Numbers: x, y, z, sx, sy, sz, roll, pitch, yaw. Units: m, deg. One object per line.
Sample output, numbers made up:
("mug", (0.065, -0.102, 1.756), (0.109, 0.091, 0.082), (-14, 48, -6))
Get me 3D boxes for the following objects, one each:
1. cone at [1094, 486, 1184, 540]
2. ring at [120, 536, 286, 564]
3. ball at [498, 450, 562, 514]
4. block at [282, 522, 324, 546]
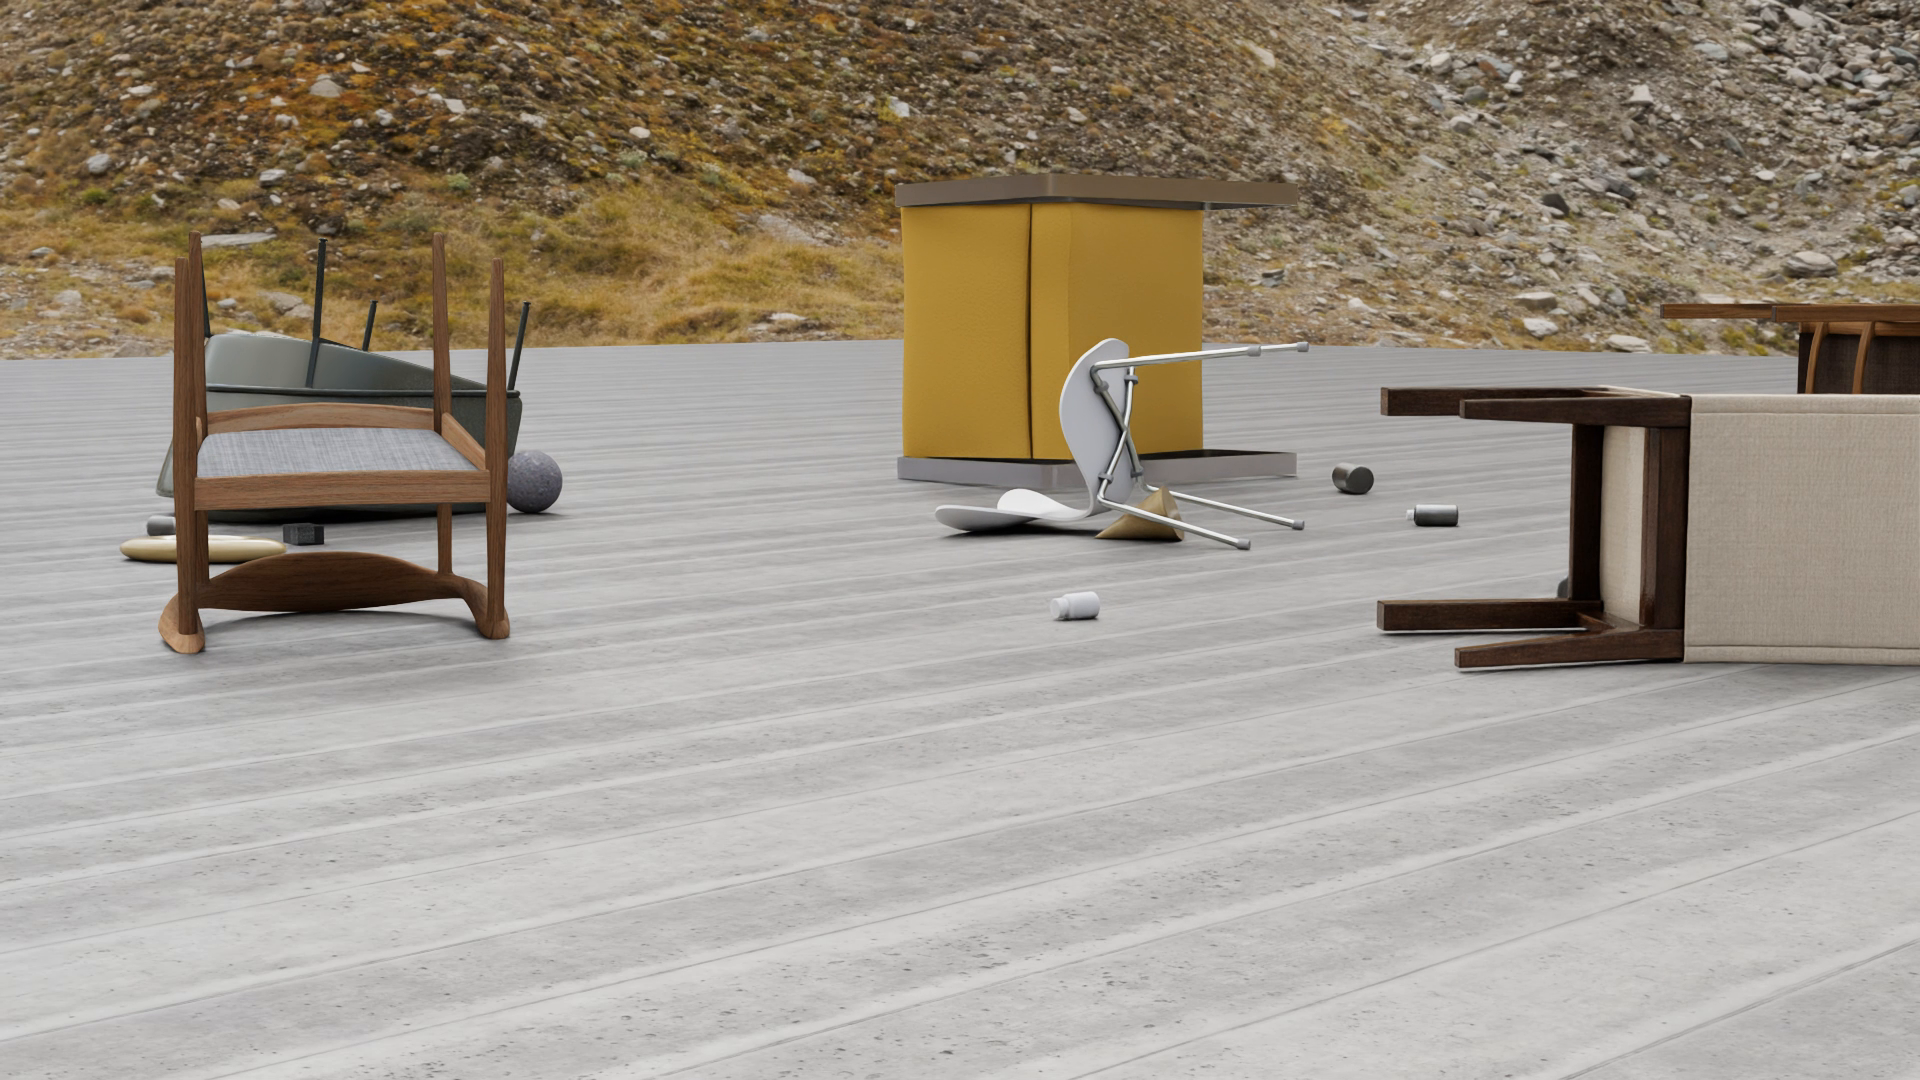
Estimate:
("cone", (0.432, -0.036, 6.420), (0.215, 0.140, 0.204), (-18, -14, 13))
("ring", (-1.758, 0.021, 5.957), (0.412, 0.053, 0.193), (1, 5, 12))
("ball", (-1.193, -0.162, 7.133), (0.175, 0.175, 0.175), (0, 6, 0))
("block", (-1.620, -0.014, 6.329), (0.066, 0.045, 0.105), (-4, 7, -34))
